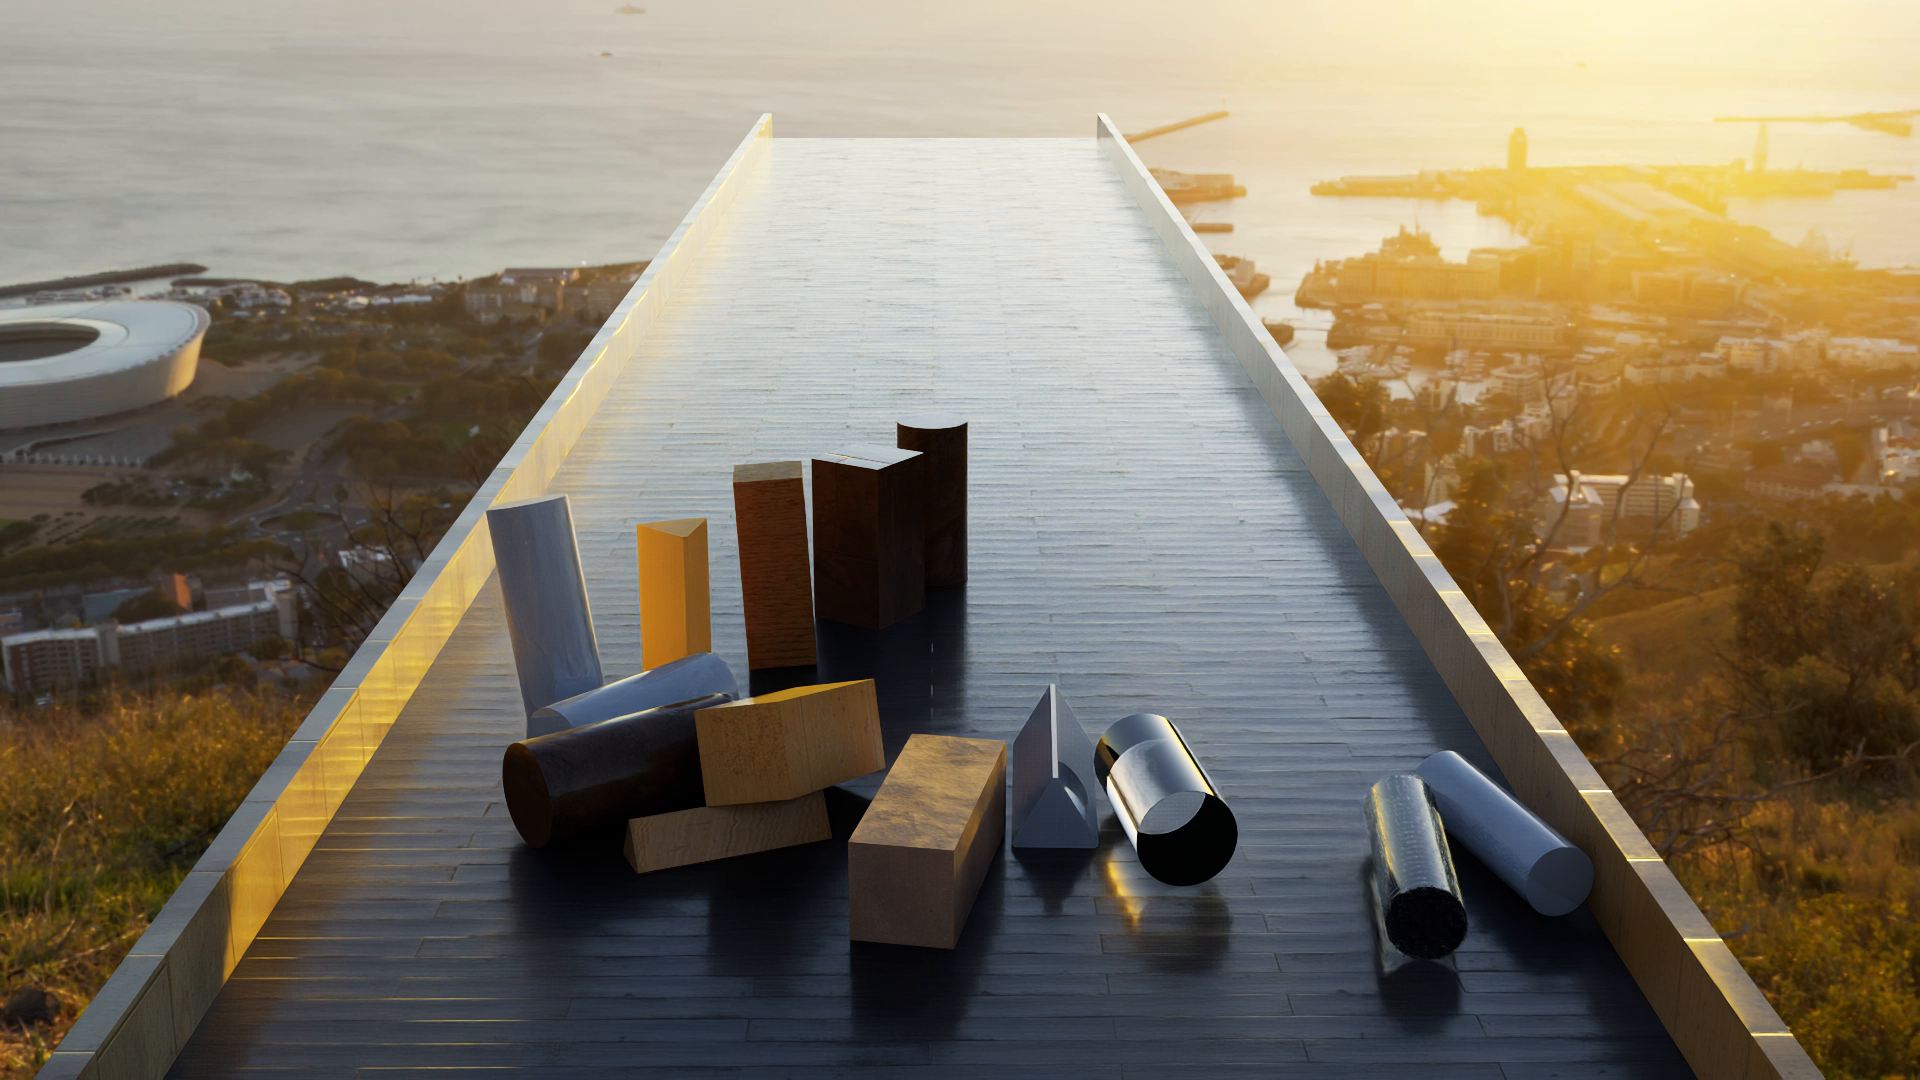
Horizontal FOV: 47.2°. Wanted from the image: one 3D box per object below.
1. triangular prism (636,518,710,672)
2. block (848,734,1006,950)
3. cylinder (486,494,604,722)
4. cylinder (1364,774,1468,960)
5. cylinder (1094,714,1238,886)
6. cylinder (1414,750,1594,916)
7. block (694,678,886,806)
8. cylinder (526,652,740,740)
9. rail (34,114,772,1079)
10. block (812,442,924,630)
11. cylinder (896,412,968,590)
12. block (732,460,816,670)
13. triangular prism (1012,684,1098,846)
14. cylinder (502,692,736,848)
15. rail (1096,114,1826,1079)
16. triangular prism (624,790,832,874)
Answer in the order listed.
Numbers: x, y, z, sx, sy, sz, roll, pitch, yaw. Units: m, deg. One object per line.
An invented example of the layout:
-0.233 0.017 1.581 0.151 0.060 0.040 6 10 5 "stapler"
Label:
-0.515 0.138 4.147 0.132 0.351 0.114 14 21 38 "triangular prism"
-0.044 0.458 3.411 0.157 0.157 0.434 3 17 11 "block"
-0.737 0.143 3.949 0.147 0.432 0.147 -10 7 1 "cylinder"
0.693 0.493 3.365 0.116 0.116 0.417 2 17 6 "cylinder"
0.328 0.414 3.551 0.161 0.161 0.330 -2 17 -8 "cylinder"
0.853 0.459 3.485 0.113 0.113 0.393 -4 17 -14 "cylinder"
-0.277 0.333 3.651 0.155 0.155 0.354 -8 -1 23 "block"
-0.575 0.318 3.896 0.149 0.149 0.370 13 21 38 "cylinder"
-1.118 -0.838 7.780 0.050 0.150 12.000 0 17 -1 "rail"
-0.193 -0.011 4.655 0.169 0.347 0.169 11 20 32 "block"
-0.061 -0.089 4.886 0.158 0.365 0.158 0 17 0 "cylinder"
-0.367 0.049 4.375 0.134 0.385 0.134 -4 17 -3 "block"
0.160 0.375 3.743 0.138 0.119 0.432 0 17 2 "triangular prism"
-0.546 0.378 3.649 0.380 0.174 0.174 -12 21 -36 "cylinder"
0.932 -0.844 7.801 0.050 0.150 12.000 0 17 -1 "rail"
-0.374 0.459 3.544 0.325 0.075 0.087 -7 18 -23 "triangular prism"
